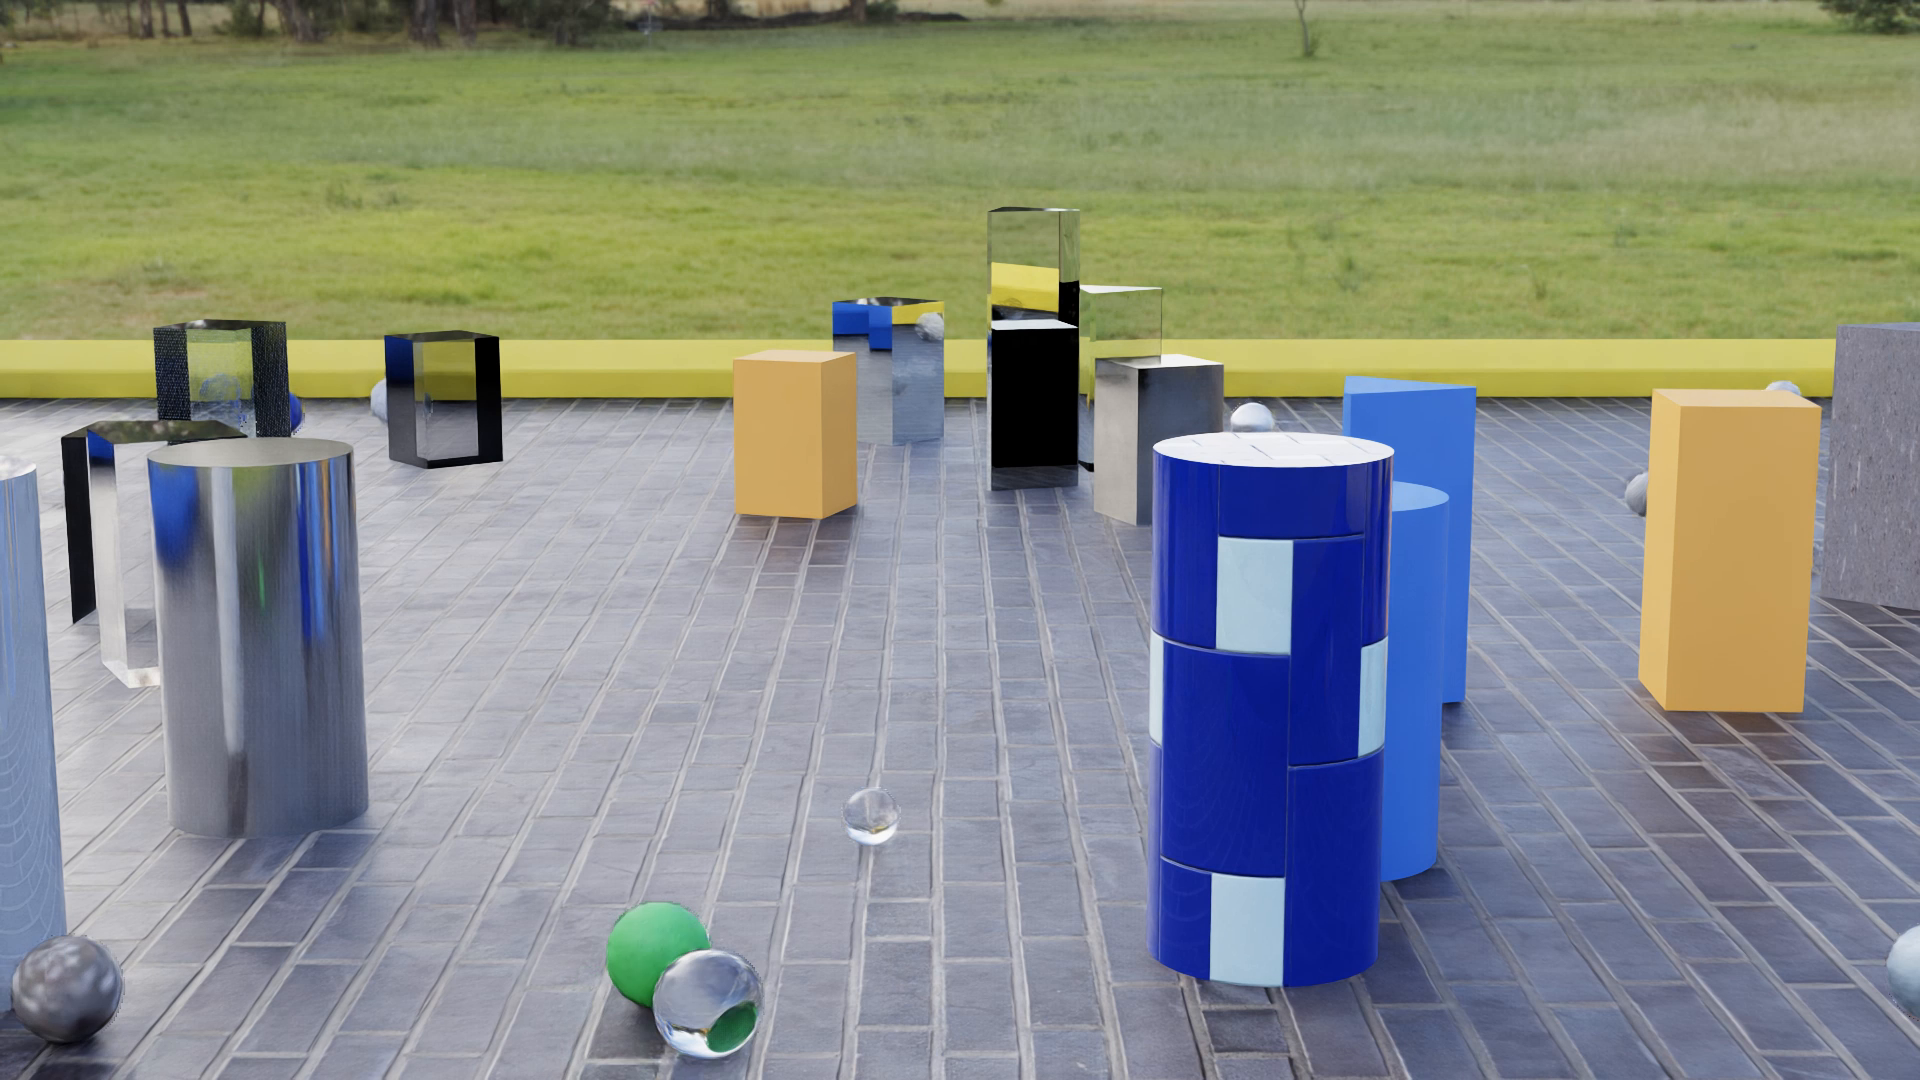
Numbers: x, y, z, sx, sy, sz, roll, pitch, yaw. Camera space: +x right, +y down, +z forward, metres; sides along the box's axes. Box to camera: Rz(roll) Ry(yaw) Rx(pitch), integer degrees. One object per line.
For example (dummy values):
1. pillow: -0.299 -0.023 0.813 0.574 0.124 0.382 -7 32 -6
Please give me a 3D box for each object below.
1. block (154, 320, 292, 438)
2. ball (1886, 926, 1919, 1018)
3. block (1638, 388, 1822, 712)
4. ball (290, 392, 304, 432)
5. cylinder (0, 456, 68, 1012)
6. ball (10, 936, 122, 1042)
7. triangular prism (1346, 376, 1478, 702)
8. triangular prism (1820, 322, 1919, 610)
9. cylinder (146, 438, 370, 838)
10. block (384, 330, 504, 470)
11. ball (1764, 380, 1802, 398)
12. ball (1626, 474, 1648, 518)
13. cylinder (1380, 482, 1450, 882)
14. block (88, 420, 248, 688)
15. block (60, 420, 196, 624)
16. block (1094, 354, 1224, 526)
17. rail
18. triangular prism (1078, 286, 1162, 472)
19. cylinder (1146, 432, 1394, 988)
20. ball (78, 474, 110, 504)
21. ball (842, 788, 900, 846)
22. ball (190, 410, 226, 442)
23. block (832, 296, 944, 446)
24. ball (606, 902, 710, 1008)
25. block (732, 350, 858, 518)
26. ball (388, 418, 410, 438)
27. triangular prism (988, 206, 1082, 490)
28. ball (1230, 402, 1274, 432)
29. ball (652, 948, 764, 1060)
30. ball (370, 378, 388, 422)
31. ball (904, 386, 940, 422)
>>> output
1. block: -1.234 -0.213 4.306 0.154 0.297 0.154 3 11 17
2. ball: 0.753 0.333 1.972 0.076 0.076 0.076 0 11 0
3. block: 0.886 0.009 2.965 0.154 0.349 0.154 1 11 3
4. ball: -1.347 -0.252 5.073 0.093 0.093 0.093 0 11 0
5. cylinder: -0.816 0.152 2.020 0.193 0.415 0.193 0 11 0
6. ball: -0.673 0.338 1.933 0.080 0.080 0.080 0 11 0
7. triangular prism: 0.483 -0.001 2.979 0.167 0.365 0.145 -4 11 -20
8. triangular prism: 1.302 -0.107 3.518 0.167 0.376 0.145 9 14 41
9. cylinder: -0.683 0.091 2.503 0.193 0.358 0.193 0 11 0
10. block: -0.955 -0.262 4.745 0.154 0.232 0.154 -8 13 -38
11. ball: 1.708 -0.293 5.334 0.079 0.079 0.079 0 11 0
12. ball: 1.116 -0.072 4.162 0.072 0.072 0.072 0 11 0
13. cylinder: 0.349 0.125 2.371 0.193 0.339 0.193 0 11 0
14. block: -0.952 0.013 3.106 0.154 0.291 0.154 -6 12 -29
15. block: -1.090 -0.025 3.427 0.154 0.249 0.154 0 11 -1
16. block: 0.322 -0.165 4.168 0.154 0.252 0.154 -4 11 -23
17. rail: -0.013 -0.375 5.638 4.406 0.125 0.045 0 11 0
18. triangular prism: 0.258 -0.301 4.709 0.167 0.323 0.145 -8 13 -37
19. cylinder: 0.252 0.133 2.105 0.193 0.420 0.193 0 11 0
20. ball: -1.448 -0.084 4.291 0.049 0.049 0.049 0 11 0
21. ball: -0.084 0.261 2.420 0.053 0.053 0.053 0 11 0
22. ball: -1.453 -0.218 4.959 0.067 0.067 0.067 0 11 0
23. block: -0.140 -0.334 5.033 0.154 0.268 0.154 9 14 39
24. ball: -0.235 0.324 2.003 0.082 0.082 0.082 0 11 0
25. block: -0.270 -0.177 4.227 0.154 0.254 0.154 4 11 19
26. ball: -1.101 -0.220 5.037 0.043 0.043 0.043 0 11 0
27. triangular prism: 0.105 -0.337 4.477 0.167 0.478 0.145 -4 11 -18
28. ball: 0.561 -0.221 4.925 0.086 0.086 0.086 0 11 0
29. ball: -0.187 0.343 1.900 0.082 0.082 0.082 0 11 0
30. ball: -1.157 -0.286 5.244 0.096 0.096 0.096 0 11 0
31. ball: -0.078 -0.278 5.264 0.074 0.074 0.074 0 11 0
